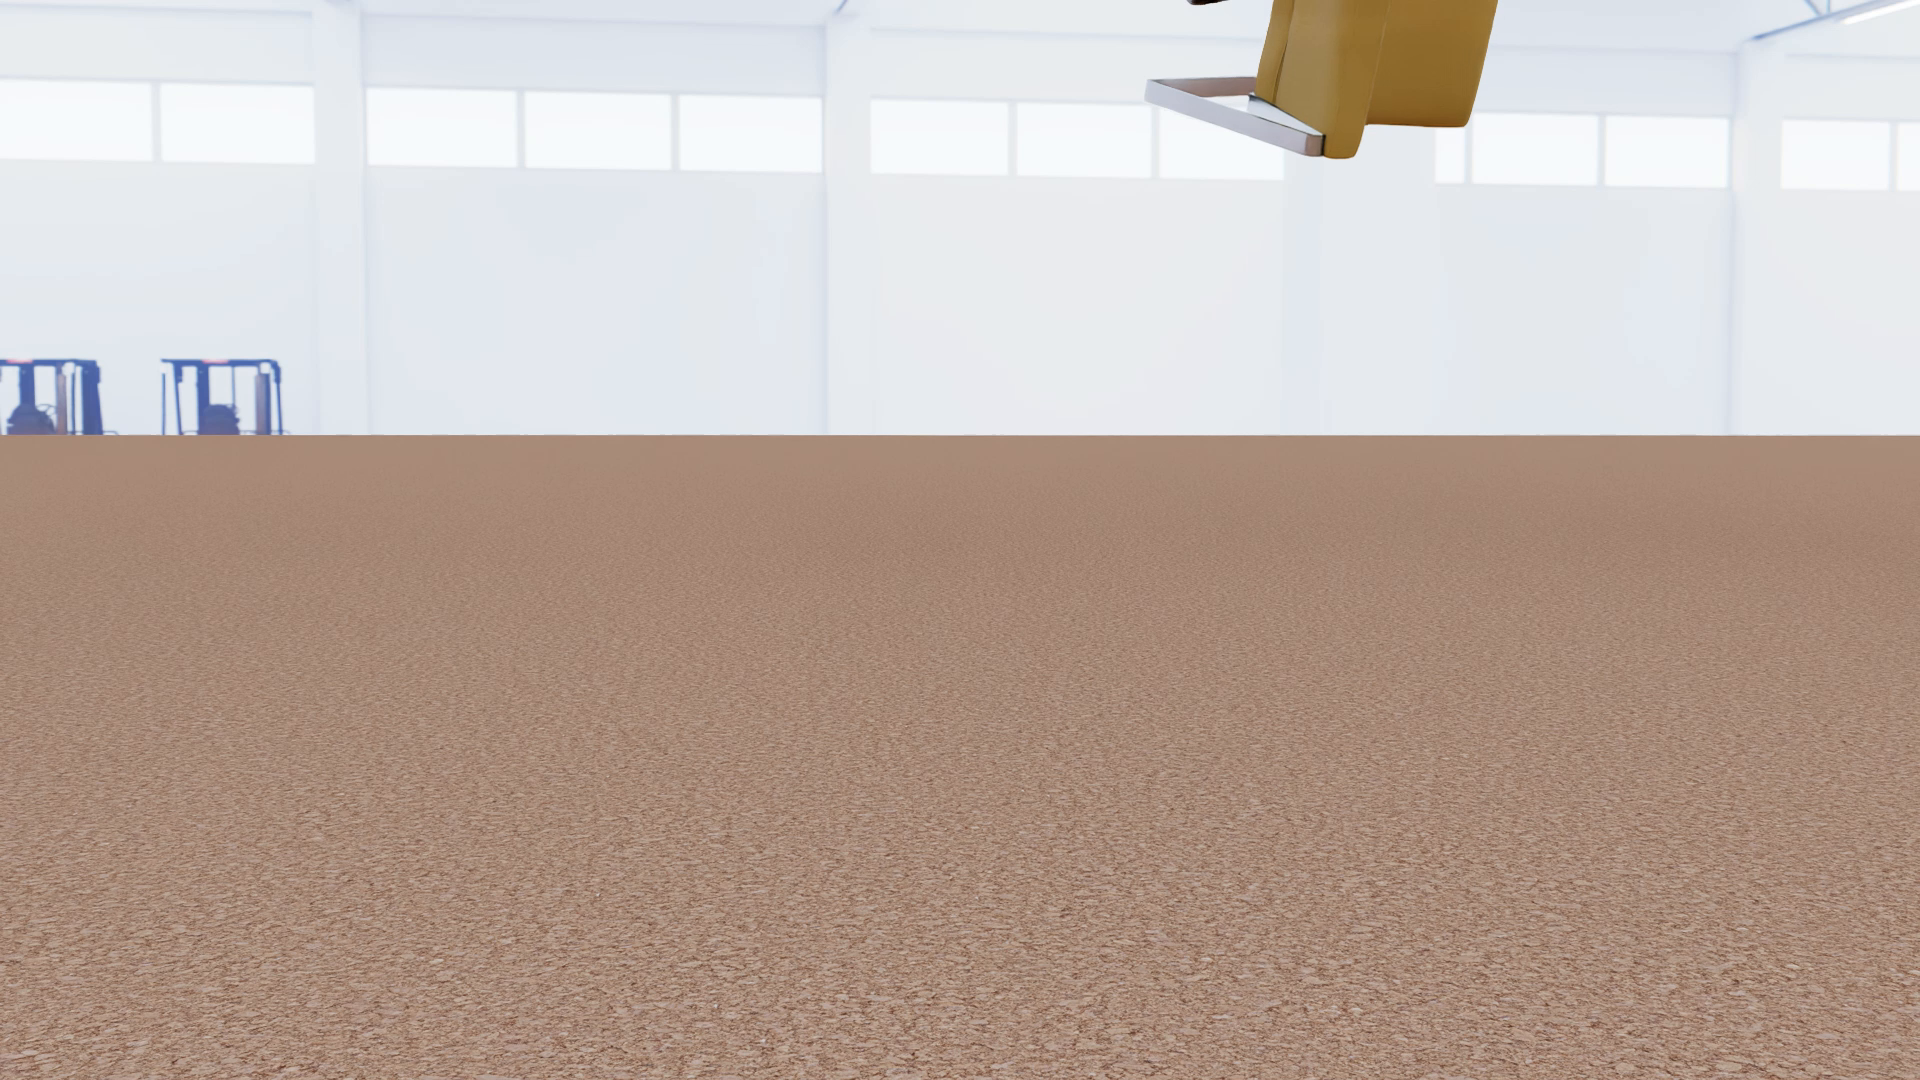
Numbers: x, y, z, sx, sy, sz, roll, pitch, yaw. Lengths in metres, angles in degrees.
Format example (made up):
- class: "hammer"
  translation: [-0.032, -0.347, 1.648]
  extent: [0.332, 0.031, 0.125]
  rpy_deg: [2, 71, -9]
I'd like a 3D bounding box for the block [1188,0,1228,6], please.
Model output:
- class: "block"
  translation: [0.849, -1.994, 7.639]
  extent: [0.135, 0.218, 0.143]
  rpy_deg: [-12, 39, -12]
